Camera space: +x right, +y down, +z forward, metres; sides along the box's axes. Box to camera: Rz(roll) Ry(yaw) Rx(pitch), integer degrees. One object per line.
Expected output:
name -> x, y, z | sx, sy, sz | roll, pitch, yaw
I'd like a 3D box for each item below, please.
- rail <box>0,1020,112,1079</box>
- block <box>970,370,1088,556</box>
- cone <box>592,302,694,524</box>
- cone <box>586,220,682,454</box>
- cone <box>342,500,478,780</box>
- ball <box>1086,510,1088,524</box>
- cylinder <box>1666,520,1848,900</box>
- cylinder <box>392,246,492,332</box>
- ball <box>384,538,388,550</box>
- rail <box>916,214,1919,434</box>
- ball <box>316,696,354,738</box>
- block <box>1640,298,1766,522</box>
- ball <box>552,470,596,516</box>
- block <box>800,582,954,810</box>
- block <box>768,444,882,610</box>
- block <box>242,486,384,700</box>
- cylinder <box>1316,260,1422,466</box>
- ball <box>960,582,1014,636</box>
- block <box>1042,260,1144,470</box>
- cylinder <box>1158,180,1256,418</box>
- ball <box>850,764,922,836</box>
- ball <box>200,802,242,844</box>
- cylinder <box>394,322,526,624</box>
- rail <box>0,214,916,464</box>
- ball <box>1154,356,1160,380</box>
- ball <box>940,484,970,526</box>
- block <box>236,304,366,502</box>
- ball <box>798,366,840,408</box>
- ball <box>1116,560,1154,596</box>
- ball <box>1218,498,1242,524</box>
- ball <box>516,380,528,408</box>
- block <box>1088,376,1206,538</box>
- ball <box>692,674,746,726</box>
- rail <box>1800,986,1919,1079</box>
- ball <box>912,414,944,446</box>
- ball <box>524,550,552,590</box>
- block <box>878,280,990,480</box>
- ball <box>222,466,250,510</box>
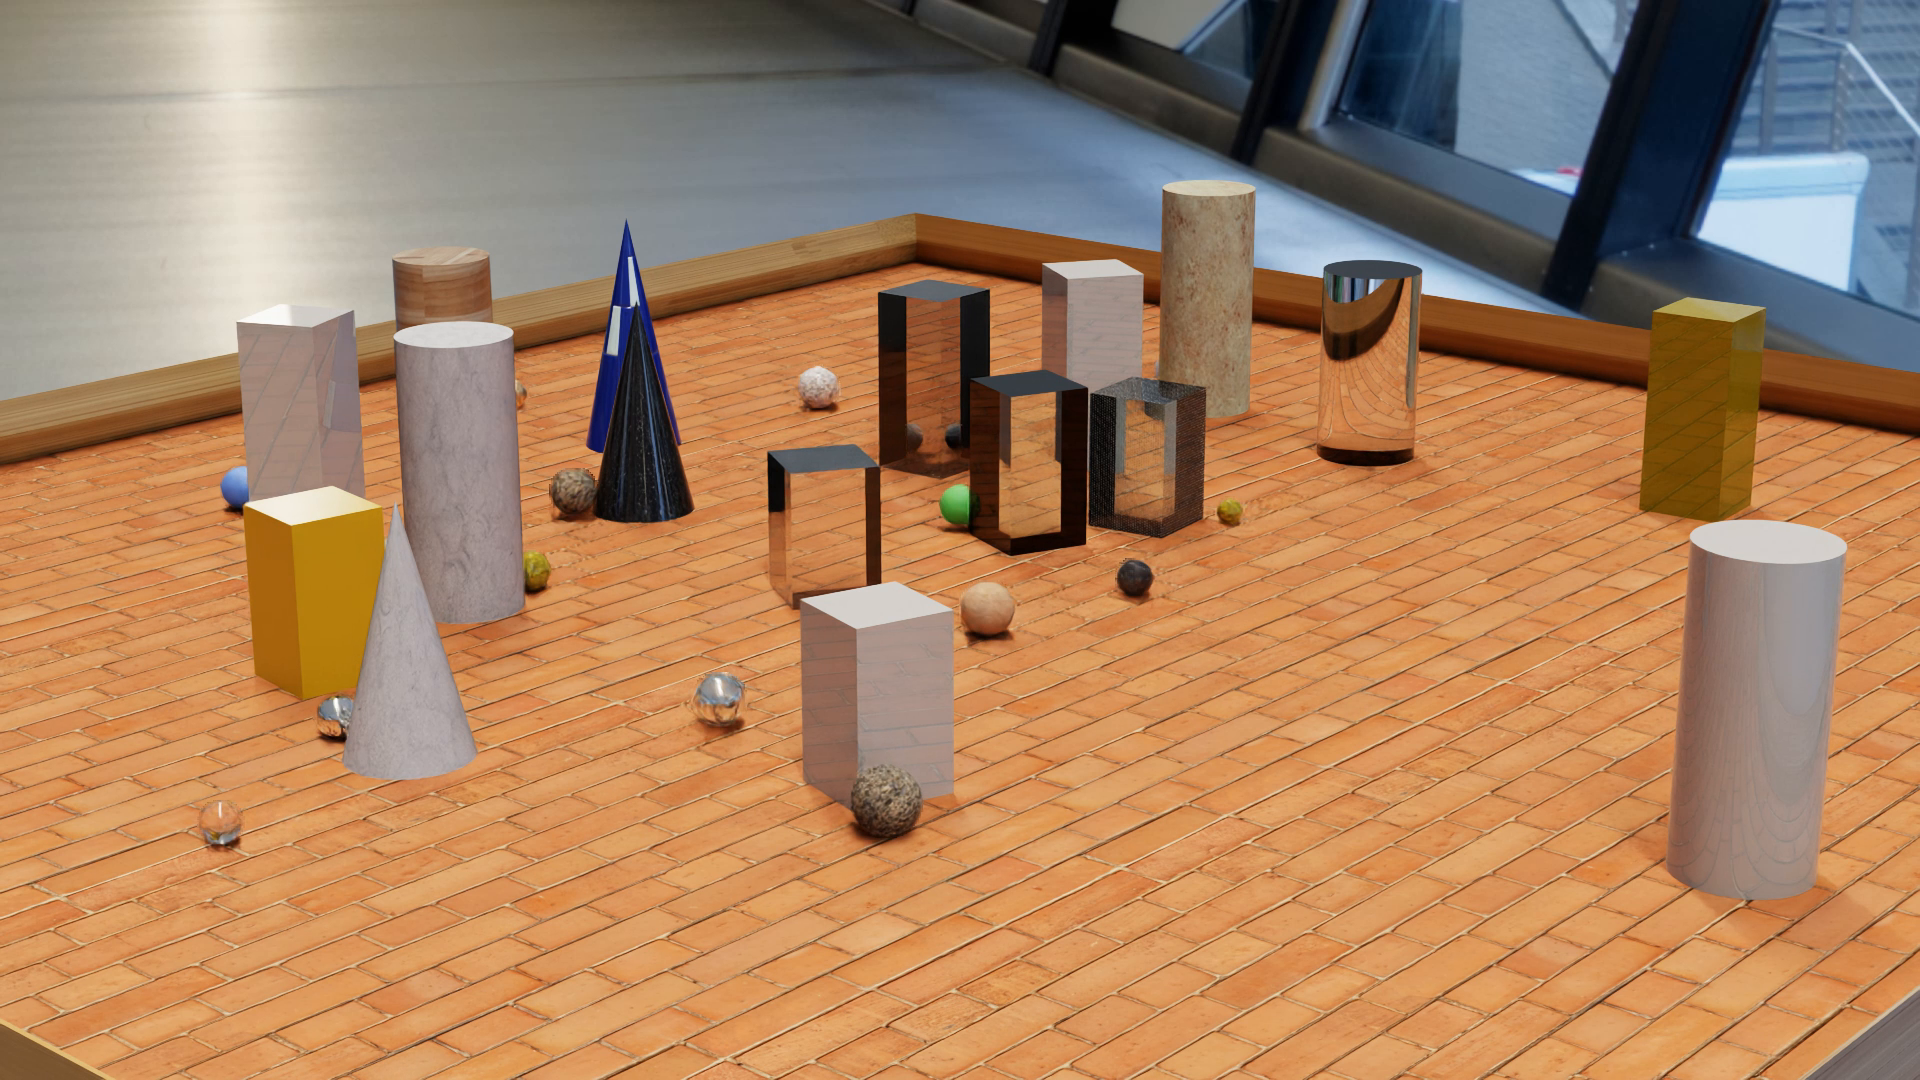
rail -> -1.403, 0.498, 3.572 | 4.079, 0.130, 0.045 | 14, 22, 39
block -> 0.126, -0.144, 5.417 | 0.160, 0.299, 0.160 | -8, 19, -26
cone -> -0.612, -0.258, 5.598 | 0.200, 0.412, 0.200 | 0, 17, 0
cone -> -0.682, -0.431, 6.061 | 0.200, 0.476, 0.200 | 0, 17, 0
cone -> -0.823, 0.132, 4.329 | 0.200, 0.398, 0.200 | 0, 17, 0
ball -> 0.216, -0.044, 5.510 | 0.054, 0.054, 0.054 | 0, 17, 0
cylinder -> 1.057, 0.224, 3.904 | 0.200, 0.466, 0.200 | 0, 17, 0
cylinder -> -1.075, -0.404, 6.129 | 0.200, 0.386, 0.200 | 0, 17, 0
ball -> -0.988, 0.040, 5.155 | 0.097, 0.097, 0.097 | 0, 17, 0
rail -> 1.403, -0.433, 6.667 | 4.079, 0.130, 0.045 | 14, 22, 39
ball -> -0.945, 0.269, 4.450 | 0.066, 0.066, 0.066 | 0, 17, 0
block -> 1.420, -0.250, 5.610 | 0.160, 0.390, 0.160 | 12, 21, 35
ball -> -0.736, -0.091, 5.592 | 0.087, 0.087, 0.087 | 0, 17, 0
block -> -0.119, 0.225, 4.225 | 0.160, 0.278, 0.160 | -10, 20, -31
block -> -0.237, -0.024, 5.115 | 0.160, 0.244, 0.160 | -5, 18, -17
block -> -1.026, 0.082, 4.686 | 0.160, 0.287, 0.160 | -14, 22, -38
cylinder -> 0.836, -0.362, 5.990 | 0.200, 0.387, 0.200 | 0, 17, 0
ball -> 0.046, 0.115, 4.917 | 0.091, 0.091, 0.091 | 0, 17, 0
block -> 0.266, -0.355, 5.946 | 0.160, 0.397, 0.160 | -5, 17, -16
cylinder -> 0.534, -0.524, 6.357 | 0.200, 0.483, 0.200 | 0, 17, 0
ball -> -0.103, 0.362, 4.080 | 0.100, 0.100, 0.100 | 0, 17, 0
ball -> -1.022, 0.391, 4.056 | 0.058, 0.058, 0.058 | 0, 17, 0
cylinder -> -0.853, -0.116, 5.009 | 0.200, 0.481, 0.200 | 0, 17, 0
rail -> -1.522, -0.349, 6.385 | 0.045, 0.130, 4.327 | 14, 22, 39
ball -> 0.480, -0.382, 6.571 | 0.088, 0.088, 0.088 | 0, 17, 0
ball -> 0.000, -0.066, 5.511 | 0.076, 0.076, 0.076 | 0, 17, 0
block -> -1.251, -0.238, 5.577 | 0.160, 0.386, 0.160 | 5, 18, 17
ball -> -0.309, -0.333, 6.405 | 0.090, 0.090, 0.090 | 0, 17, 0
ball -> 0.306, 0.067, 5.124 | 0.065, 0.065, 0.065 | 0, 17, 0
ball -> 0.511, -0.054, 5.551 | 0.048, 0.048, 0.048 | 0, 17, 0
ball -> -0.977, -0.318, 6.406 | 0.062, 0.062, 0.062 | 0, 17, 0
block -> 0.354, -0.158, 5.533 | 0.160, 0.258, 0.160 | 11, 20, 32
ball -> -0.369, 0.246, 4.498 | 0.081, 0.081, 0.081 | 0, 17, 0
rail -> 1.522, 0.414, 3.854 | 0.045, 0.130, 4.327 | 14, 22, 39
ball -> -0.066, -0.228, 6.102 | 0.065, 0.065, 0.065 | 0, 17, 0
ball -> -0.754, 0.053, 5.154 | 0.069, 0.069, 0.069 | 0, 17, 0
block -> -0.052, -0.326, 5.912 | 0.160, 0.361, 0.160 | 13, 21, 36
ball -> -1.380, -0.100, 5.648 | 0.082, 0.082, 0.082 | 0, 17, 0
